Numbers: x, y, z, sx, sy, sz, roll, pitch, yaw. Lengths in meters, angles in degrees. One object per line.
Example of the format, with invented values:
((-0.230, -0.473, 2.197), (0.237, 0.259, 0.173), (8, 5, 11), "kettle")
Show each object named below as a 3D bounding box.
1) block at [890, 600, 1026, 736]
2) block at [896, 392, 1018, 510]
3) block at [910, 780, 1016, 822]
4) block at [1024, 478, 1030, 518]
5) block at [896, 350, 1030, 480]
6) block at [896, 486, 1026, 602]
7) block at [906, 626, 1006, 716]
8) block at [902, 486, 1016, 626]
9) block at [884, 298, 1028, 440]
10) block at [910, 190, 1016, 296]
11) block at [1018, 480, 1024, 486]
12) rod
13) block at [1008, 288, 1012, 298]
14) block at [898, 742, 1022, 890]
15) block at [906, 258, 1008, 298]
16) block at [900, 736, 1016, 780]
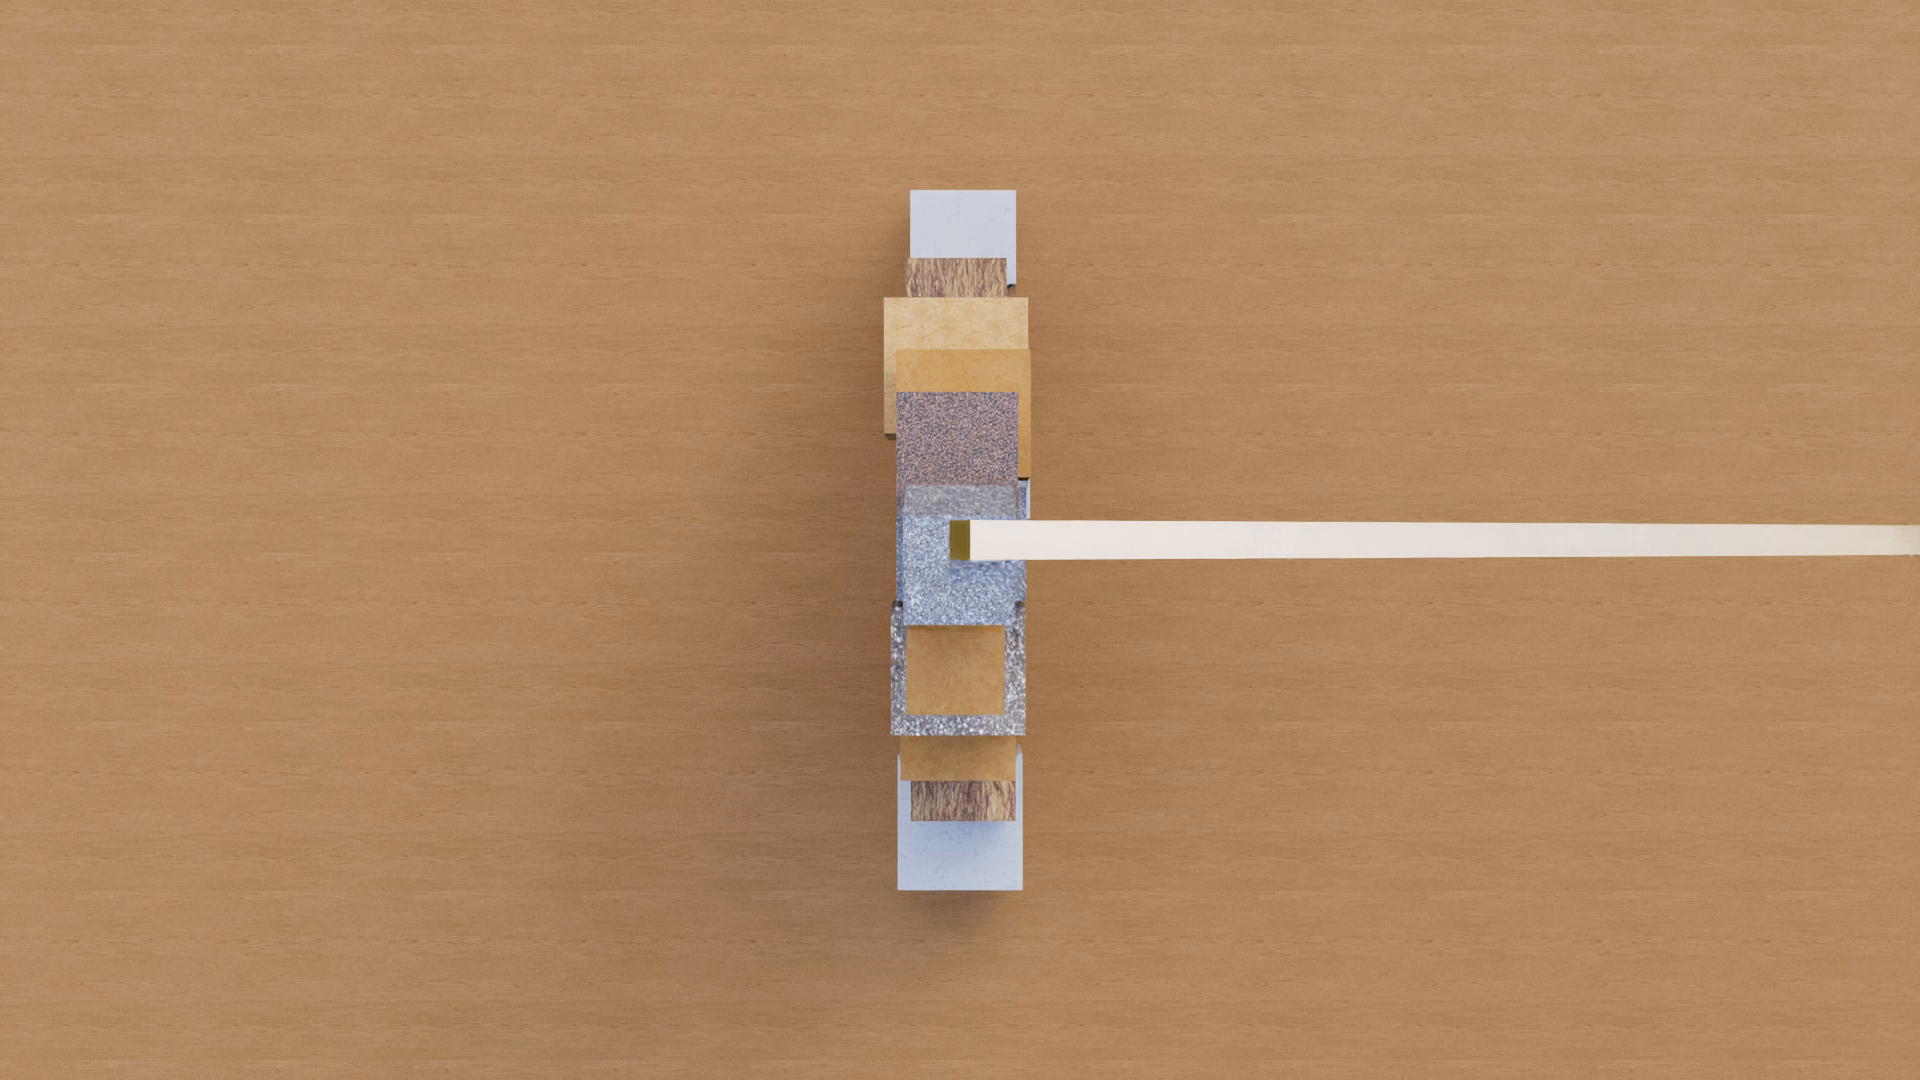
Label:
((-0.008, 0.621, 10.852), (0.649, 0.529, 0.620), (0, 92, 0), "block")
((-0.011, -0.378, 9.487), (0.511, 0.542, 0.487), (0, 90, 0), "block")
((0.018, 1.261, 12.091), (0.566, 0.473, 0.511), (0, 90, 0), "block")
((0.020, -0.464, 12.617), (0.740, 0.766, 0.682), (0, 90, 0), "block")
((0.017, -0.588, 10.484), (0.624, 0.581, 0.594), (0, 90, 0), "block")
((0.006, 0.011, 10.586), (0.607, 0.631, 0.536), (0, 92, 0), "block")
((-0.021, 0.515, 9.700), (0.425, 0.440, 0.380), (1, 106, 0), "block")
((-0.002, 0.059, 9.036), (0.450, 0.454, 0.464), (0, 106, 0), "block")
((-0.019, -0.854, 11.111), (0.708, 0.674, 0.667), (0, 90, 0), "block")
((0.018, -1.700, 12.669), (0.593, 0.661, 0.525), (0, 90, 0), "block")
((0.005, -0.607, 11.841), (0.663, 0.785, 0.732), (0, 90, 0), "block")
((2.212, 0.000, 5.823), (5.200, 0.080, 0.080), (0, 90, -32), "rod")
((0.004, -1.121, 12.709), (0.589, 0.583, 0.613), (0, 90, 0), "block")
((0.001, 1.581, 12.664), (0.700, 0.673, 0.763), (0, 90, 0), "block")
((-0.018, -1.244, 12.039), (0.538, 0.605, 0.533), (0, 91, 0), "block")
((-0.010, 0.915, 11.429), (0.584, 0.598, 0.583), (0, 92, 0), "block")
